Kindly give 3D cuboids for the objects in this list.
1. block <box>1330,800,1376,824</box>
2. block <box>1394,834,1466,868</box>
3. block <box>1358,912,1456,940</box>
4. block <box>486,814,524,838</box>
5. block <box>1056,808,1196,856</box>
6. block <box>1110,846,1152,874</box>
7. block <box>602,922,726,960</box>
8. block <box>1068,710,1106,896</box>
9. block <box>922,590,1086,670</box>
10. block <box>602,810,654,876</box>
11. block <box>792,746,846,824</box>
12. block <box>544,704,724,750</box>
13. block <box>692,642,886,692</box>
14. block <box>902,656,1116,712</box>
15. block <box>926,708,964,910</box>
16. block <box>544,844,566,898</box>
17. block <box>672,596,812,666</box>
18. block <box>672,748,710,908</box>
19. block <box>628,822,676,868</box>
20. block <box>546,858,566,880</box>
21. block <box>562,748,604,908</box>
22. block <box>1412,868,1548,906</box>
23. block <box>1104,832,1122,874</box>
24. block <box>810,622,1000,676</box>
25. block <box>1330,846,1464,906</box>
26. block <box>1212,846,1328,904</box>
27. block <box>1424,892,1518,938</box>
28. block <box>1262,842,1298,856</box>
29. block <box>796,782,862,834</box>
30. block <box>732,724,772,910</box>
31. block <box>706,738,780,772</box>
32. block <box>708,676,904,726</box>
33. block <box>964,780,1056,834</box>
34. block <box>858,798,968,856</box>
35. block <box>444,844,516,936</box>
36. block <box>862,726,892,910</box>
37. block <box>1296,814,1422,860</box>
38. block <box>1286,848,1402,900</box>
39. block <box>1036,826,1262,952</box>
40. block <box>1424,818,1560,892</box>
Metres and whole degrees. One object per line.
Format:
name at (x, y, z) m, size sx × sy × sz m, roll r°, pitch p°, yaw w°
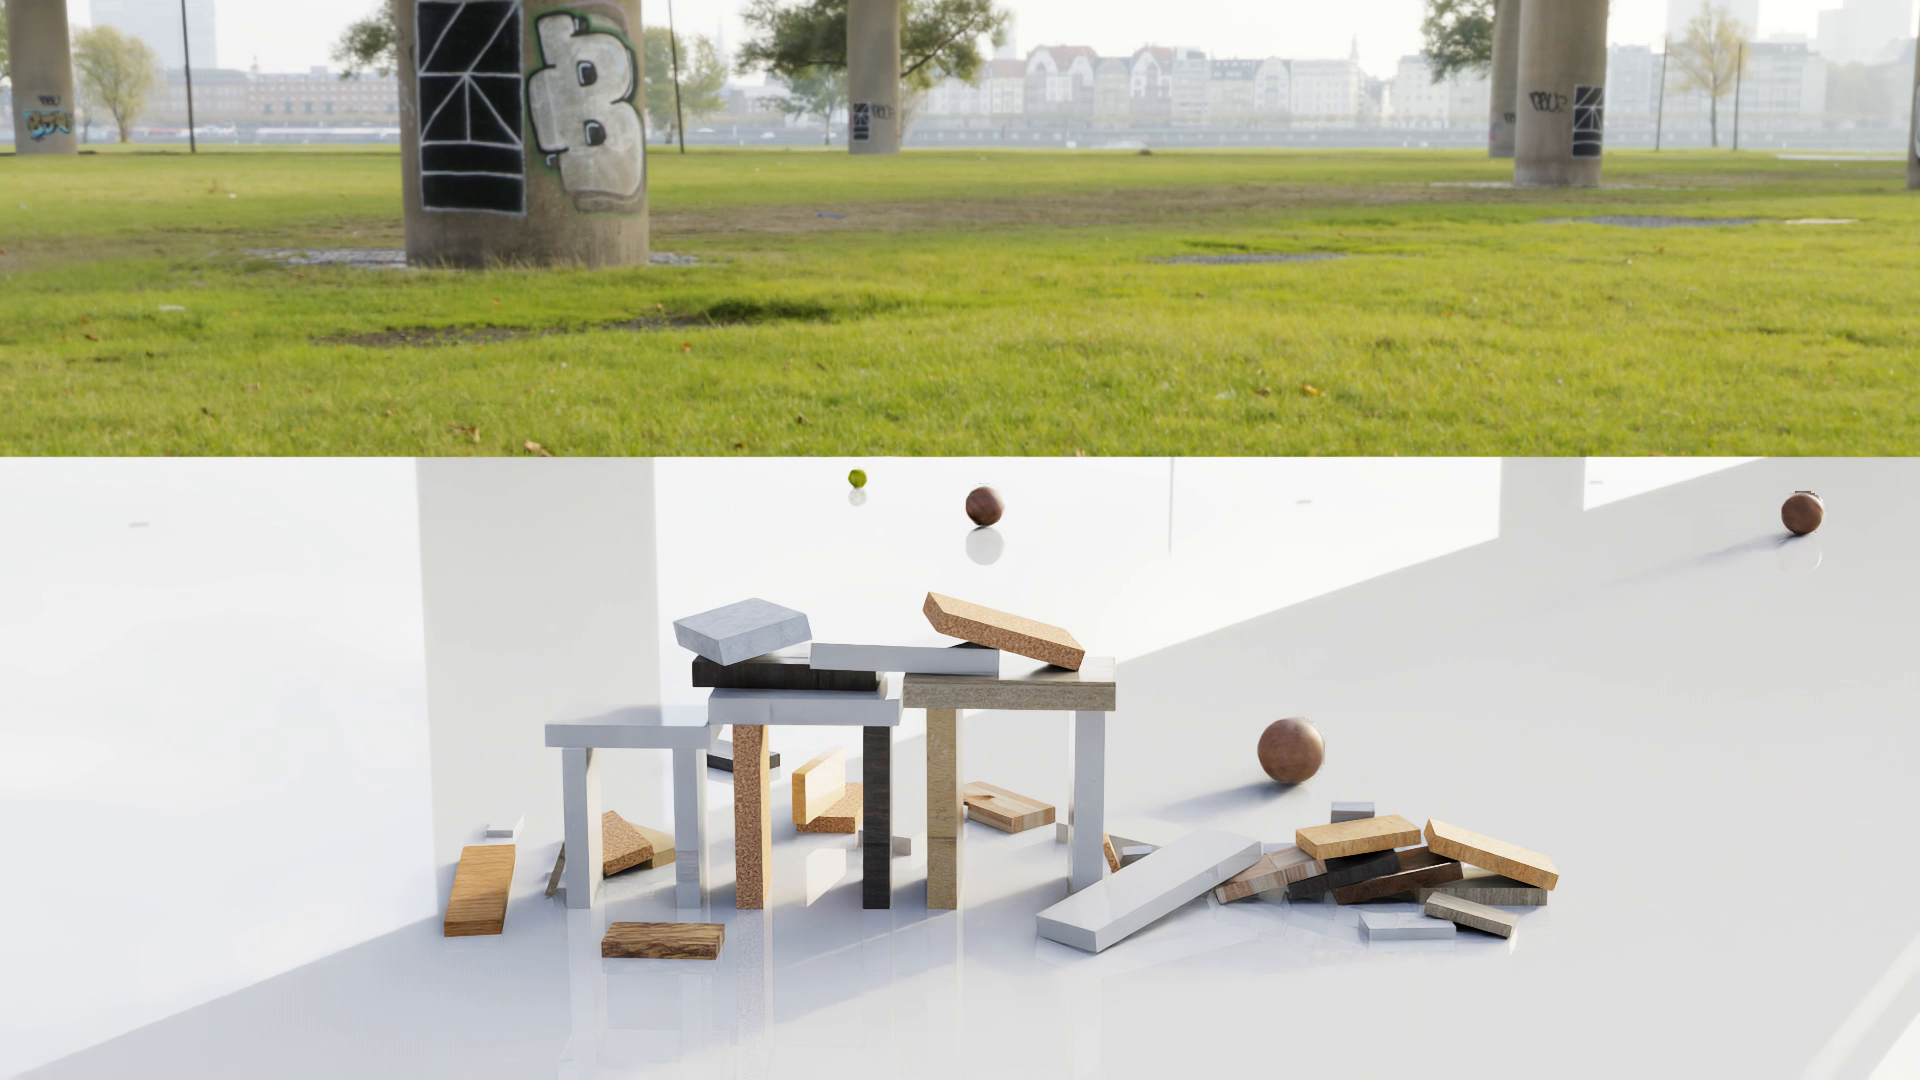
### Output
block at (0.668, 0.504, 3.765) m, size 0.073 × 0.146 × 0.021 m, roll 1°, pitch 43°, yaw 6°
block at (0.809, 0.540, 3.806) m, size 0.138 × 0.020 × 0.069 m, roll 8°, pitch 31°, yaw 21°
block at (0.710, 0.613, 3.492) m, size 0.138 × 0.020 × 0.069 m, roll -1°, pitch 11°, yaw -4°
block at (-0.828, 0.520, 4.007) m, size 0.048 × 0.014 × 0.095 m, roll 0°, pitch 11°, yaw 0°
block at (0.309, 0.527, 3.910) m, size 0.248 × 0.035 × 0.124 m, roll 8°, pitch 13°, yaw 37°
block at (0.288, 0.543, 3.710) m, size 0.050 × 0.014 × 0.100 m, roll -2°, pitch -31°, yaw -11°
block at (-0.461, 0.623, 3.422) m, size 0.177 × 0.025 × 0.089 m, roll 1°, pitch 11°, yaw 3°
block at (0.208, 0.421, 3.645) m, size 0.048 × 0.340 × 0.170 m, roll 0°, pitch 11°, yaw 0°
block at (0.070, 0.148, 3.592) m, size 0.248 × 0.035 × 0.124 m, roll 16°, pitch 11°, yaw -16°
block at (-0.608, 0.526, 3.826) m, size 0.089 × 0.025 × 0.177 m, roll -19°, pitch 23°, yaw -26°
block at (-0.257, 0.447, 4.018) m, size 0.027 × 0.094 × 0.187 m, roll 4°, pitch 11°, yaw 19°
block at (-0.534, 0.306, 3.617) m, size 0.270 × 0.038 × 0.135 m, roll 0°, pitch 11°, yaw 3°
block at (-0.281, 0.209, 3.669) m, size 0.304 × 0.043 × 0.152 m, roll 1°, pitch 10°, yaw 5°
block at (0.084, 0.232, 3.598) m, size 0.340 × 0.048 × 0.170 m, roll 1°, pitch 11°, yaw 3°
block at (-0.024, 0.421, 3.648) m, size 0.048 × 0.340 × 0.170 m, roll 1°, pitch 11°, yaw 4°
block at (-0.667, 0.543, 3.665) m, size 0.014 × 0.095 × 0.048 m, roll 20°, pitch 10°, yaw -5°
block at (-0.366, 0.150, 3.665) m, size 0.152 × 0.043 × 0.304 m, roll -16°, pitch 9°, yaw -19°
block at (-0.445, 0.458, 3.640) m, size 0.038 × 0.270 × 0.135 m, roll 0°, pitch 11°, yaw 0°
block at (-0.587, 0.534, 3.898) m, size 0.231 × 0.027 × 0.094 m, roll 9°, pitch 14°, yaw 40°
block at (-0.675, 0.563, 3.780) m, size 0.048 × 0.014 × 0.095 m, roll 1°, pitch 11°, yaw 6°
block at (-0.624, 0.458, 3.640) m, size 0.038 × 0.270 × 0.135 m, roll 0°, pitch 11°, yaw 0°
block at (0.860, 0.576, 3.662) m, size 0.210 × 0.030 × 0.105 m, roll 0°, pitch 11°, yaw 0°
block at (0.258, 0.541, 3.662) m, size 0.014 × 0.100 × 0.050 m, roll -22°, pitch 10°, yaw 4°
block at (-0.088, 0.178, 3.611) m, size 0.304 × 0.043 × 0.152 m, roll 2°, pitch 11°, yaw 0°
block at (0.720, 0.554, 3.658) m, size 0.210 × 0.030 × 0.105 m, roll -12°, pitch 10°, yaw 2°
block at (0.510, 0.552, 3.659) m, size 0.185 × 0.026 × 0.092 m, roll -17°, pitch 10°, yaw 1°
block at (0.816, 0.597, 3.509) m, size 0.138 × 0.020 × 0.069 m, roll 14°, pitch 10°, yaw 21°
block at (0.598, 0.542, 3.739) m, size 0.175 × 0.073 × 0.021 m, roll 0°, pitch 52°, yaw -1°
block at (-0.232, 0.496, 4.090) m, size 0.108 × 0.030 × 0.215 m, roll 1°, pitch 11°, yaw 6°
block at (-0.344, 0.438, 3.643) m, size 0.044 × 0.309 × 0.154 m, roll 0°, pitch 11°, yaw 0°
block at (-0.462, 0.436, 4.425) m, size 0.187 × 0.027 × 0.094 m, roll 8°, pitch 13°, yaw 38°
block at (-0.249, 0.263, 3.615) m, size 0.309 × 0.044 × 0.154 m, roll 0°, pitch 10°, yaw 2°
block at (0.065, 0.496, 4.091) m, size 0.108 × 0.030 × 0.215 m, roll -9°, pitch 14°, yaw -39°
block at (-0.083, 0.517, 3.978) m, size 0.108 × 0.030 × 0.215 m, roll 5°, pitch 12°, yaw 27°
block at (-0.796, 0.579, 3.658) m, size 0.089 × 0.025 × 0.377 m, roll -1°, pitch 11°, yaw -8°
block at (-0.136, 0.438, 3.643) m, size 0.044 × 0.309 × 0.154 m, roll 0°, pitch 11°, yaw 0°
block at (0.662, 0.494, 3.662) m, size 0.184 × 0.026 × 0.092 m, roll -7°, pitch 10°, yaw -13°
block at (0.632, 0.545, 3.651) m, size 0.185 × 0.026 × 0.092 m, roll -16°, pitch 10°, yaw 4°
block at (0.312, 0.563, 3.576) m, size 0.124 × 0.035 × 0.426 m, roll 7°, pitch 19°, yaw 44°
block at (0.880, 0.521, 3.649) m, size 0.210 × 0.030 × 0.105 m, roll 18°, pitch 10°, yaw 3°
